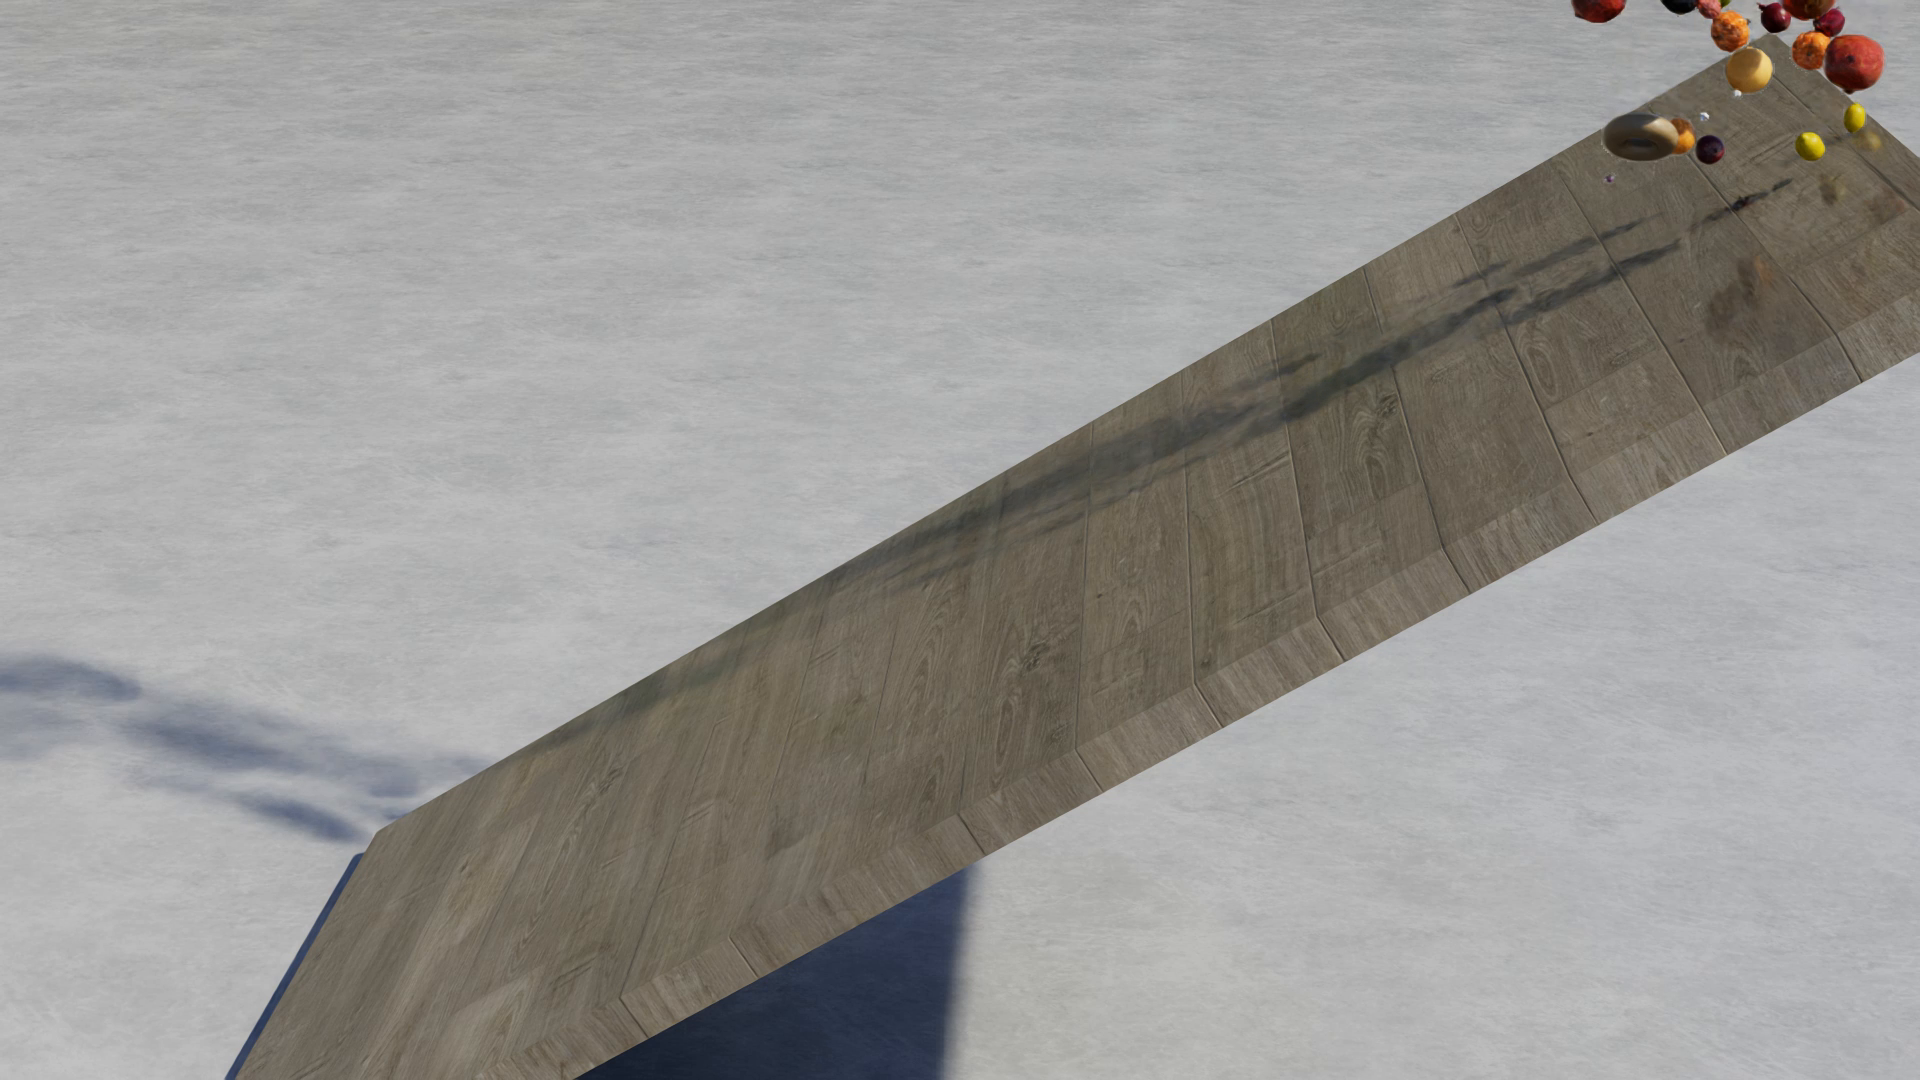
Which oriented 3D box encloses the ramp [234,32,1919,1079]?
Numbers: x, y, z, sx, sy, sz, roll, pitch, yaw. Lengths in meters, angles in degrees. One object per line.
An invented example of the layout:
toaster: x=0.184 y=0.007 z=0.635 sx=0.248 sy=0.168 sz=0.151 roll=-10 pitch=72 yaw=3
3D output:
ramp: x=0.141 y=0.169 z=6.290 sx=4.000 sy=0.100 sz=2.000 roll=-30 pitch=15 yaw=13

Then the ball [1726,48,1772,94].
ball: x=1.554 y=-0.925 z=5.793 sx=0.089 sy=0.089 sz=0.089 roll=0 pitch=20 yaw=0

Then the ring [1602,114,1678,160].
ring: x=1.350 y=-0.799 z=5.832 sx=0.148 sy=0.049 sz=0.148 roll=9 pitch=-18 yaw=3
